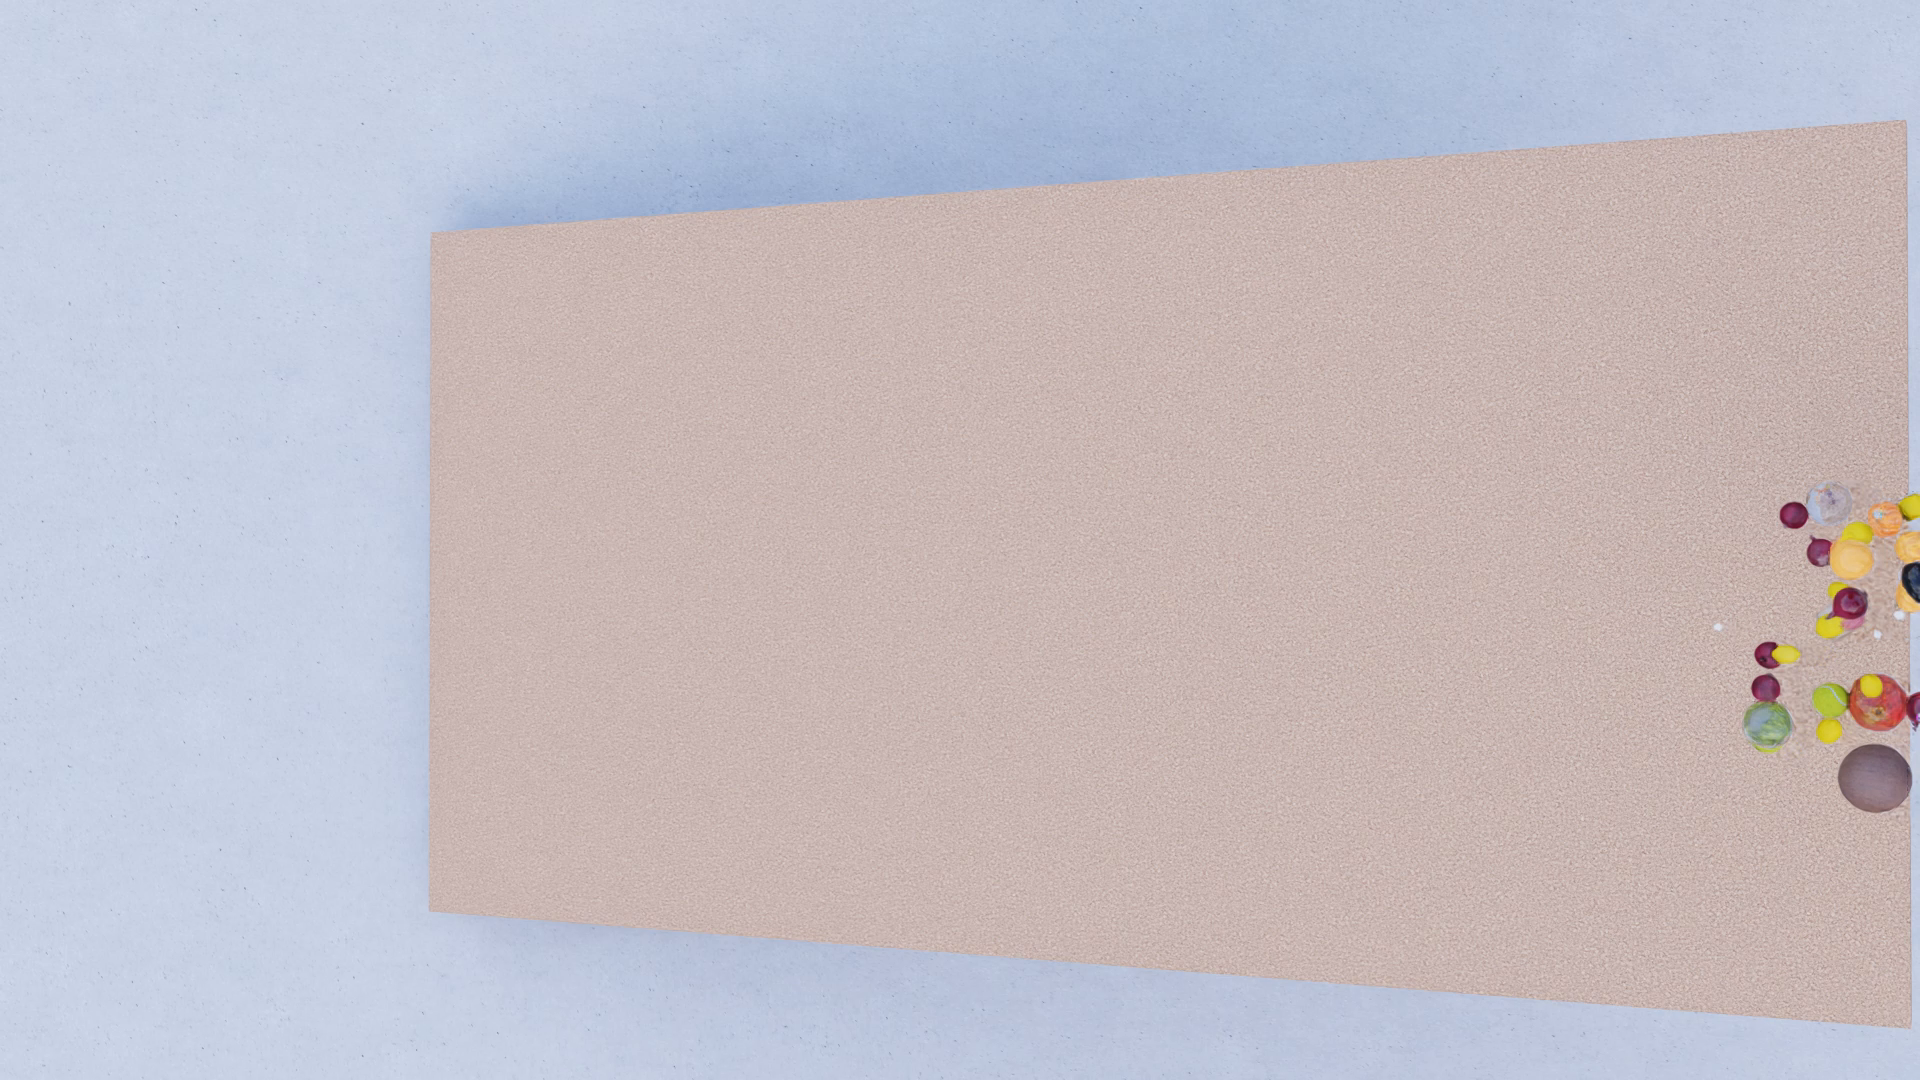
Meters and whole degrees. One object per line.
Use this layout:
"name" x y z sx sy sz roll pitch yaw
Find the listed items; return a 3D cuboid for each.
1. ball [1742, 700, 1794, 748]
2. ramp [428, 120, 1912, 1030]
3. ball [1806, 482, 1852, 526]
"ball" 1.653 0.377 4.498 0.100 0.100 0.100 0 89 0
"ramp" 0.283 0.083 5.701 4.000 0.100 2.000 0 89 24
"ball" 1.709 -0.071 4.325 0.086 0.086 0.086 0 89 0
